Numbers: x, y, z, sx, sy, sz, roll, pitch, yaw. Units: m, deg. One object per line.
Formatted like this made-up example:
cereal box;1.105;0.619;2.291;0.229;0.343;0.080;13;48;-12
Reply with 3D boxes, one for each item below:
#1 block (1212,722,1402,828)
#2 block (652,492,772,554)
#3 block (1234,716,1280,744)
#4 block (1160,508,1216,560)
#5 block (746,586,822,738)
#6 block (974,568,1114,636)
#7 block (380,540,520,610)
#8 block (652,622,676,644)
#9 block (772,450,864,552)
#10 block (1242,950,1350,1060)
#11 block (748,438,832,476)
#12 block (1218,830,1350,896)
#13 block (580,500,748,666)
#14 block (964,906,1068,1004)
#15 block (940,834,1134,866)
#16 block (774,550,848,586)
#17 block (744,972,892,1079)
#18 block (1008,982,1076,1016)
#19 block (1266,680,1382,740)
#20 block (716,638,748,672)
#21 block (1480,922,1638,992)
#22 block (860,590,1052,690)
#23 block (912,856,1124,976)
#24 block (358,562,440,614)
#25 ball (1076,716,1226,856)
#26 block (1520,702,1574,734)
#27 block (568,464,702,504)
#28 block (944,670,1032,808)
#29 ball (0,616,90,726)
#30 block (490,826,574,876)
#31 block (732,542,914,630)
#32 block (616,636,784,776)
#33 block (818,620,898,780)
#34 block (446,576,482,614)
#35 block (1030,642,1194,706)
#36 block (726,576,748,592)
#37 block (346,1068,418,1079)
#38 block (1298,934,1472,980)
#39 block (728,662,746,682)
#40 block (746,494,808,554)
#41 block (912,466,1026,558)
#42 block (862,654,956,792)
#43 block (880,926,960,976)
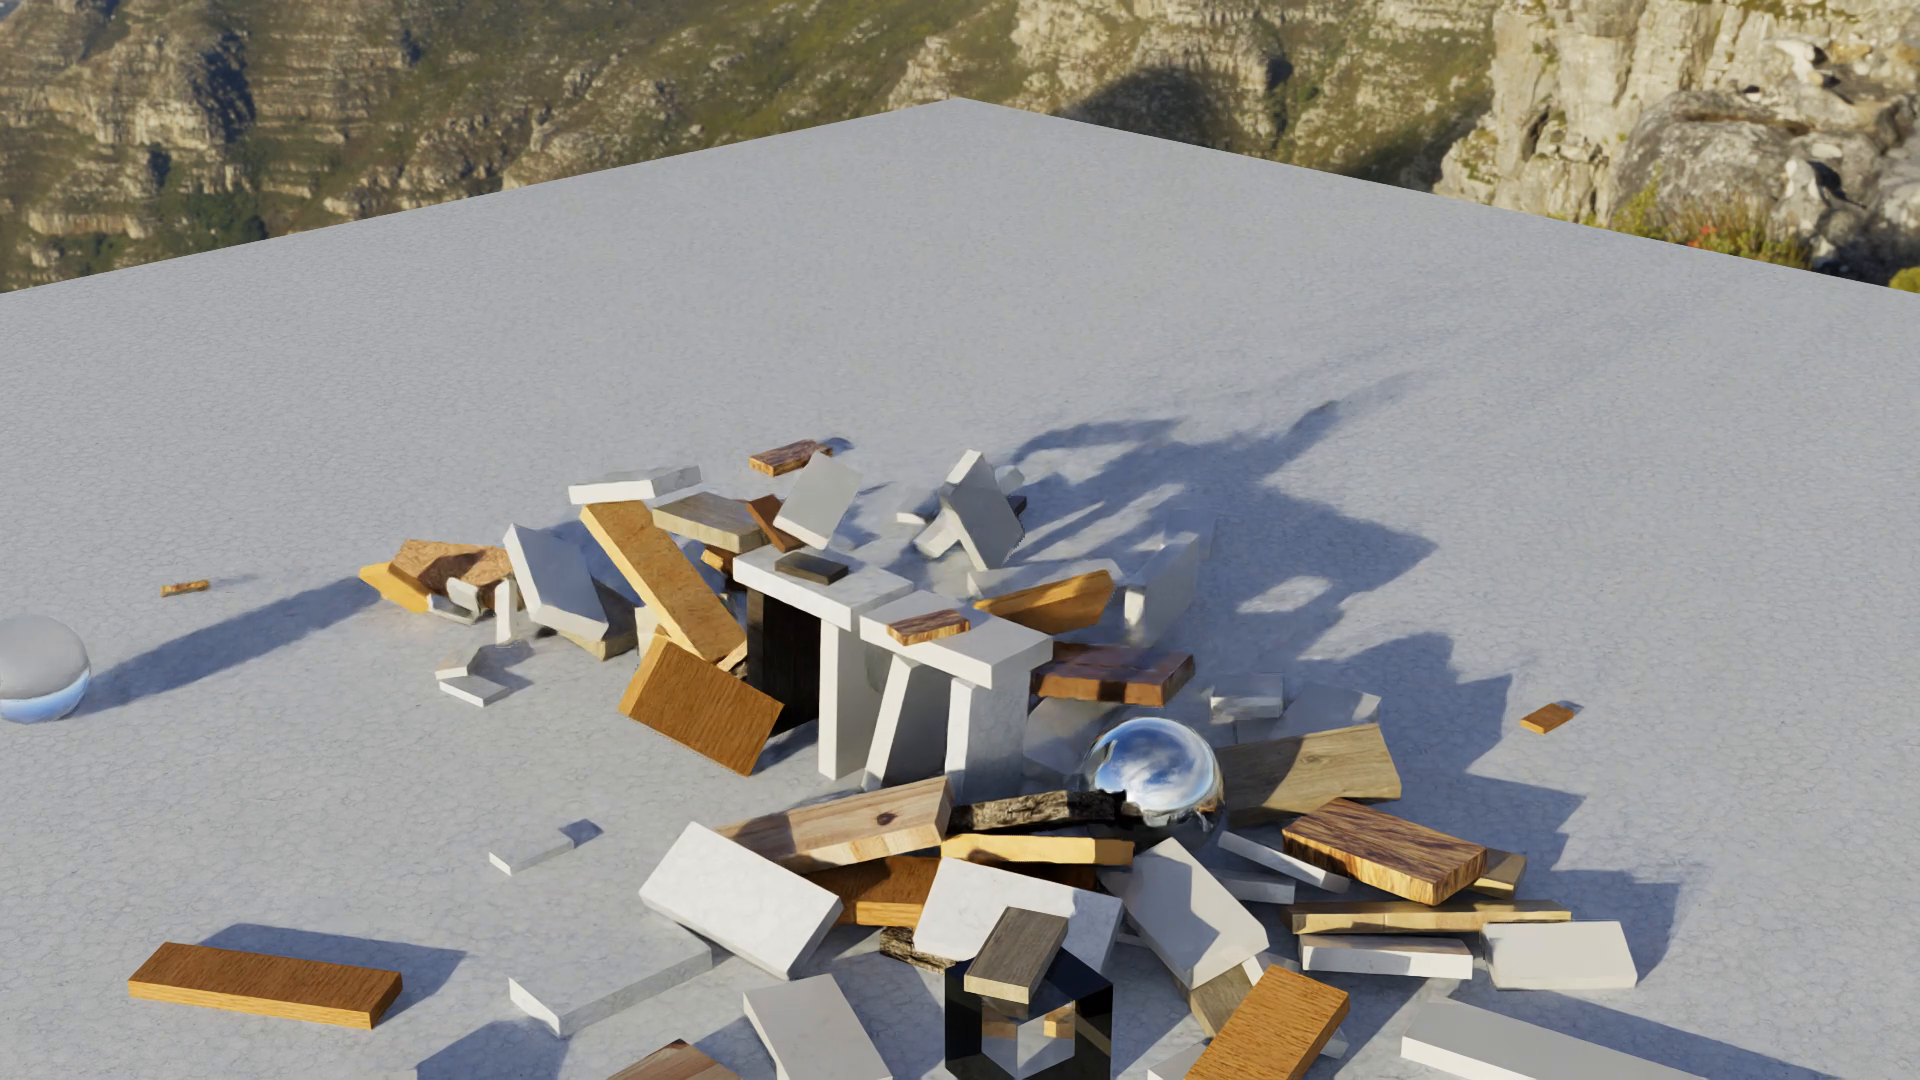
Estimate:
block;0.693;0.472;4.424;0.346;0.049;0.173;-9;40;-2
block;-0.518;-0.040;4.774;0.290;0.041;0.145;16;27;42
block;0.737;0.430;4.695;0.293;0.042;0.147;1;23;3
block;0.599;-0.016;5.753;0.125;0.035;0.249;4;23;9
block;-0.373;0.241;4.729;0.180;0.359;0.051;-21;35;-40
block;0.178;0.169;5.055;0.338;0.169;0.048;-14;61;-22
block;-1.222;0.085;5.381;0.351;0.050;0.175;4;39;12
block;-0.634;0.213;4.958;0.105;0.015;0.053;10;31;4
block;-0.302;-0.086;4.726;0.121;0.034;0.242;27;41;-1
block;0.574;0.794;3.784;0.118;0.034;0.237;21;17;-18
block;-0.483;-0.235;6.276;0.217;0.031;0.108;-20;30;-39
block;0.618;0.615;4.195;0.231;0.033;0.116;19;-4;37
block;-0.664;0.091;4.966;0.145;0.041;0.485;-19;61;-45
block;0.094;0.680;3.617;0.108;0.031;0.217;8;24;18
block;0.143;0.572;4.060;0.318;0.045;0.159;-2;-10;31
block;-0.307;0.058;4.543;0.138;0.020;0.069;15;27;31
block;-0.242;0.849;3.703;0.159;0.045;0.318;-9;25;-20
block;0.159;0.765;3.919;0.108;0.031;0.217;5;23;11
block;0.758;0.407;4.631;0.164;0.046;0.328;13;30;25
block;-0.464;0.248;4.823;0.094;0.027;0.188;-22;-11;-39
block;1.066;0.742;3.920;0.247;0.035;0.123;-1;41;-2
block;-0.010;0.192;4.336;0.354;0.050;0.177;18;29;40
block;0.104;0.681;3.894;0.337;0.048;0.168;11;57;16
block;-1.331;0.115;5.252;0.095;0.191;0.027;-9;56;32
ball;0.368;0.484;4.251;0.289;0.289;0.289;0;23;0
block;1.287;0.391;4.818;0.115;0.016;0.058;-20;30;-38
block;-0.734;-0.125;4.958;0.290;0.041;0.145;-3;13;42
block;0.051;0.408;4.342;0.050;0.354;0.177;26;34;36
ball;-2.021;0.283;4.786;0.240;0.240;0.240;0;23;0
block;-0.837;0.608;4.302;0.146;0.021;0.073;-20;30;-39
block;-0.286;0.085;4.570;0.359;0.051;0.180;21;31;40
block;-0.527;0.342;4.505;0.337;0.169;0.048;34;-11;-40
block;-0.207;0.306;4.576;0.180;0.359;0.051;-21;34;-40
block;-1.173;0.131;5.205;0.072;0.020;0.144;22;-20;1
block;0.315;0.289;4.780;0.346;0.049;0.173;3;22;30
block;-0.513;0.083;5.529;0.093;0.026;0.186;6;23;13
block;-0.915;0.956;3.402;0.159;0.045;0.319;-5;30;-13
block;0.752;0.736;3.908;0.291;0.041;0.145;2;1;5
block;-0.482;0.299;4.876;0.094;0.027;0.188;-21;-9;-41
block;-0.387;-0.035;4.674;0.069;0.020;0.138;-21;62;-40
block;0.022;-0.075;5.625;0.304;0.043;0.152;-41;13;-10
block;-0.088;0.355;4.471;0.177;0.354;0.050;-21;48;-41
block;0.003;0.693;4.071;0.159;0.045;0.318;13;26;27
